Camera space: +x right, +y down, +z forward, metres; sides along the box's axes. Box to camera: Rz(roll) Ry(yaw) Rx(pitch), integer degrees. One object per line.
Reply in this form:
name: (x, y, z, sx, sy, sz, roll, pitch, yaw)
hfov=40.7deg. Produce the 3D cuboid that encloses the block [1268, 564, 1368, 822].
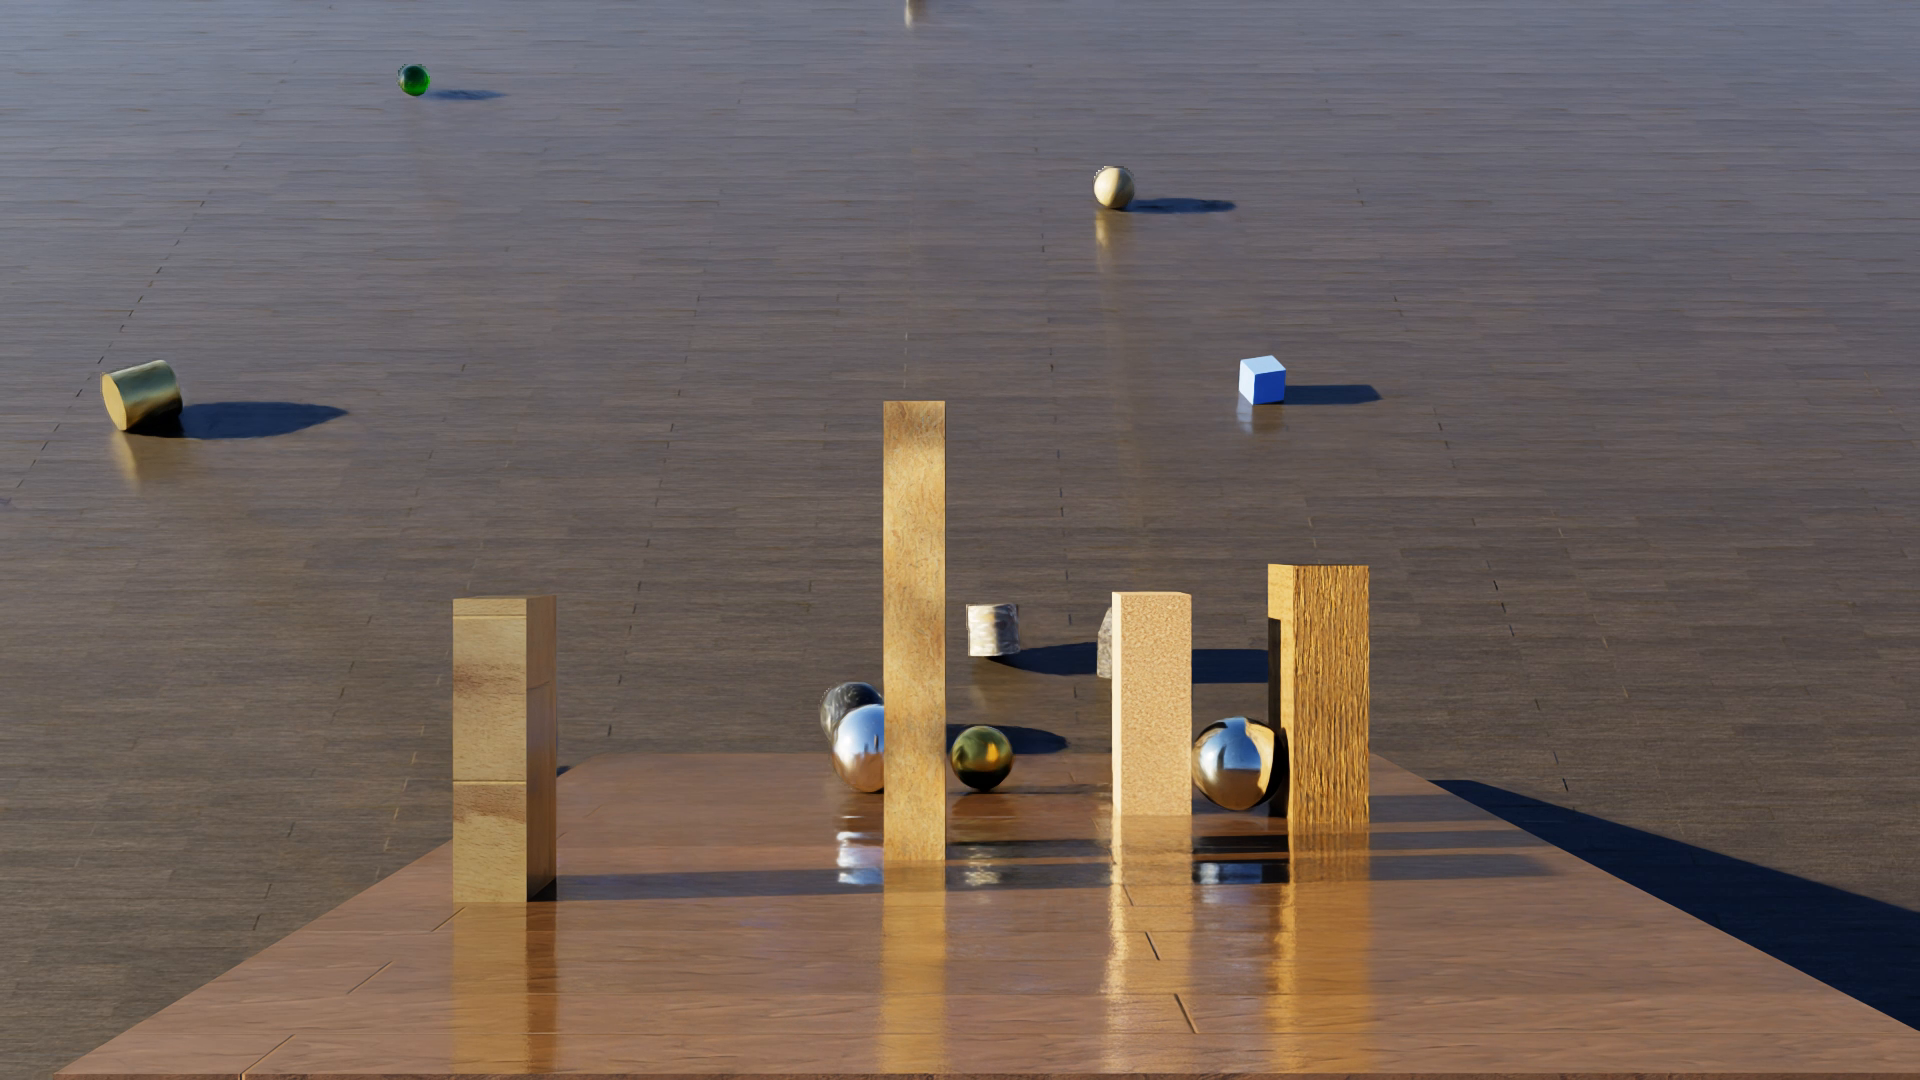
block: (0.720, 0.299, 5.220, 0.147, 0.499, 0.402, 0, 0, 0)

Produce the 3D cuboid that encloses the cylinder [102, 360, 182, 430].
cylinder: (-2.657, -0.471, 8.407, 0.189, 0.189, 0.189, -21, 36, -32)

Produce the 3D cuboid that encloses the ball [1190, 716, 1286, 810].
ball: (0.552, 0.443, 5.147, 0.187, 0.187, 0.187, 0, 30, 0)

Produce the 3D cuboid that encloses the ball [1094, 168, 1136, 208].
ball: (0.597, -1.357, 9.972, 0.157, 0.157, 0.157, 0, 30, 0)

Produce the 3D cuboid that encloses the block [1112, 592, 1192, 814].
block: (0.392, 0.329, 5.313, 0.141, 0.439, 0.281, 0, 0, 0)

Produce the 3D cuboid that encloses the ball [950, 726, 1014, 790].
ball: (0.048, 0.479, 5.703, 0.141, 0.141, 0.141, 0, 30, 0)

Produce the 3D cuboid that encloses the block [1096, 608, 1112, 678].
block: (0.463, 0.291, 7.137, 0.141, 0.141, 0.141, 7, 31, 12)

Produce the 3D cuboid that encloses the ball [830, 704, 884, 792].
ball: (-0.185, 0.452, 5.626, 0.195, 0.195, 0.195, 0, 30, 0)

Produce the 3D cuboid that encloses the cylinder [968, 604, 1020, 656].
cylinder: (0.095, 0.248, 7.166, 0.137, 0.137, 0.137, -3, 0, 0)

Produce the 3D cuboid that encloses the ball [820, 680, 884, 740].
ball: (-0.276, 0.462, 6.799, 0.184, 0.184, 0.184, 0, 30, 0)

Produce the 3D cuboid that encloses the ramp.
ramp: (0.067, 0.599, 4.658, 2.000, 0.100, 4.000, 0, 0, 0)

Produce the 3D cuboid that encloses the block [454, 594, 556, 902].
block: (-0.713, 0.319, 4.068, 0.111, 0.460, 0.293, 0, 0, 0)

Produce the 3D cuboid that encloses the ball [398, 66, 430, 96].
ball: (-2.330, -1.961, 11.045, 0.130, 0.130, 0.130, 0, 30, 0)

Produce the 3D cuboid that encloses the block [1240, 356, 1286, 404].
block: (1.003, -0.531, 8.587, 0.112, 0.112, 0.112, -9, 31, -16)

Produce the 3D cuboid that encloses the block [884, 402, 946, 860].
block: (-0.078, 0.155, 4.560, 0.105, 0.787, 0.246, 0, 0, 0)
